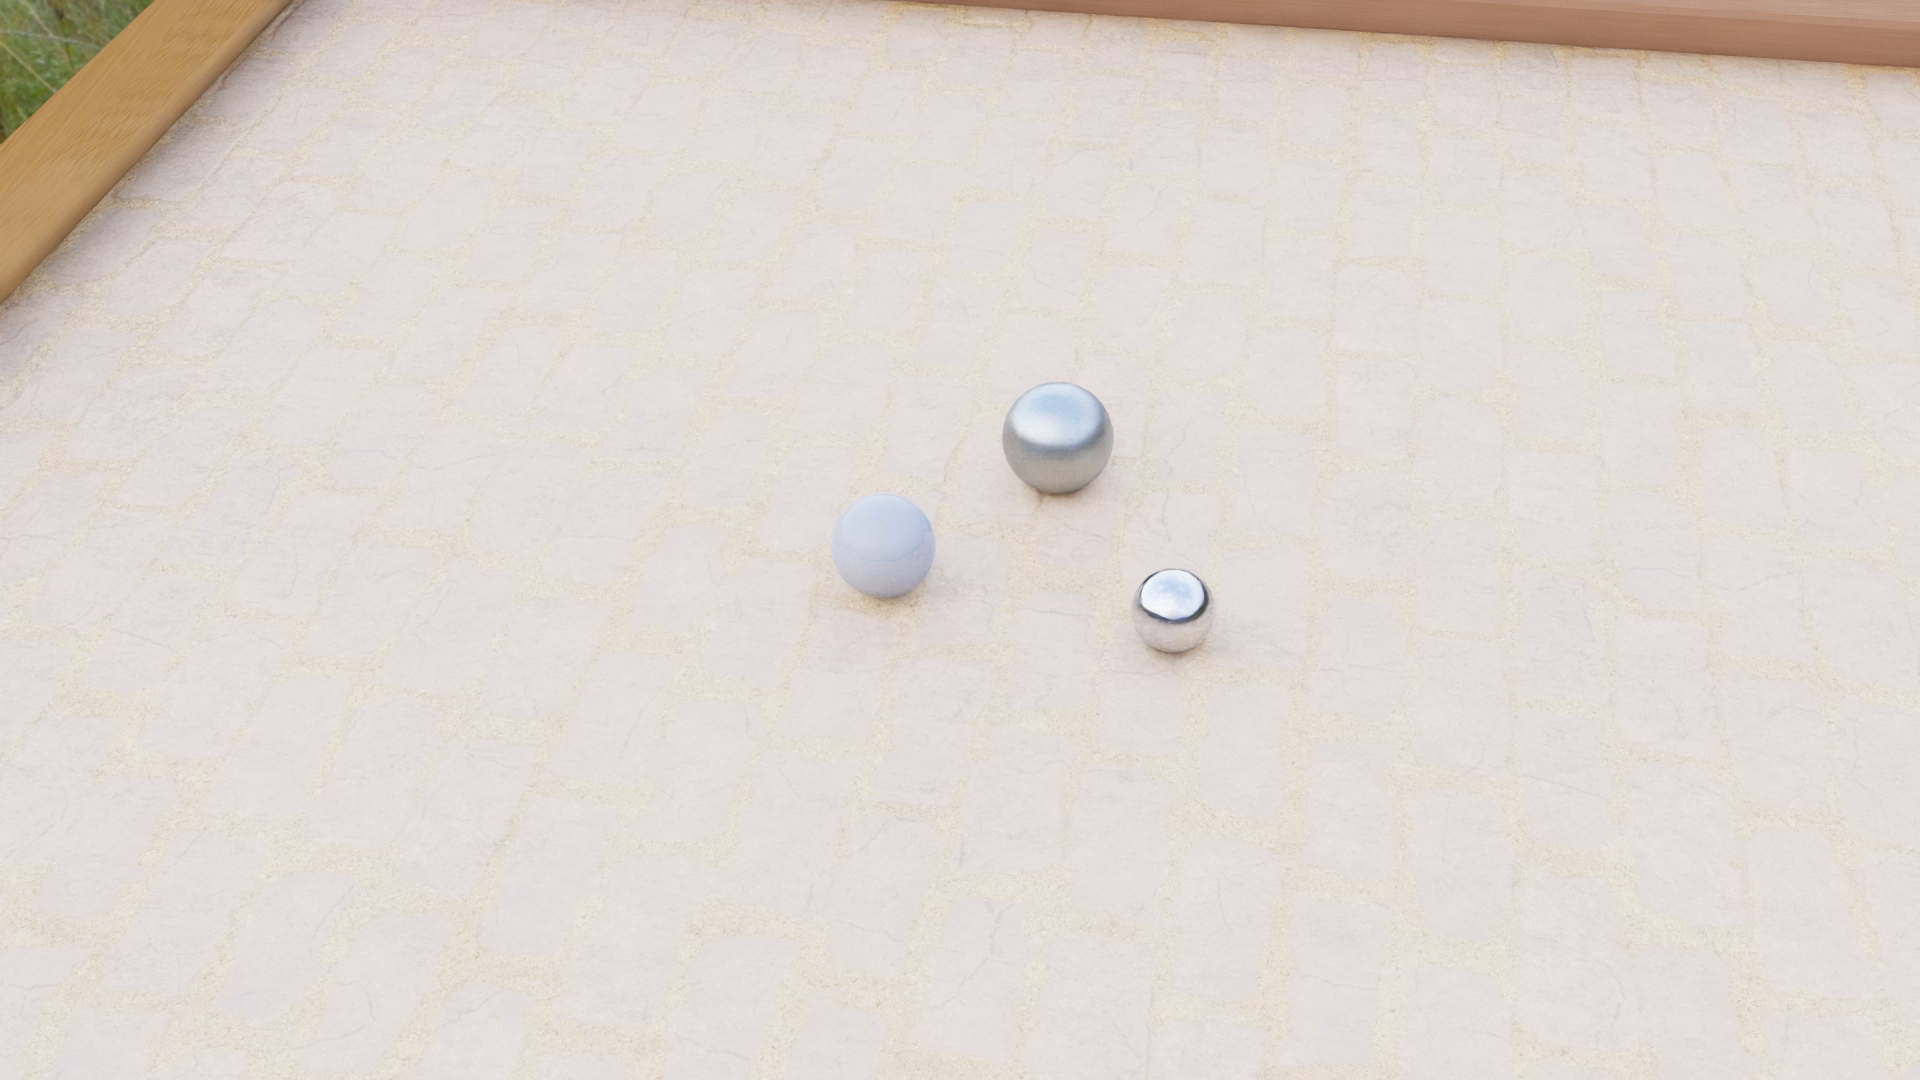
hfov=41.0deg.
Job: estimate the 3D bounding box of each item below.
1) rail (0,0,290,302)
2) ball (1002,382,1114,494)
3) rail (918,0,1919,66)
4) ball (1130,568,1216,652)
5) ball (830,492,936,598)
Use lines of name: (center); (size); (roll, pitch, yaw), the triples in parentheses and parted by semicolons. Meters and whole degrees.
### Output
rail: (-0.860, -0.102, 1.976); (0.045, 0.124, 2.121); (5, 35, 8)
ball: (0.075, -0.079, 1.978); (0.086, 0.086, 0.086); (0, 35, 0)
rail: (1.052, -0.520, 2.581); (3.581, 0.124, 0.045); (5, 35, 8)
ball: (0.151, 0.050, 1.815); (0.060, 0.060, 0.060); (0, 35, 0)
ball: (-0.056, 0.004, 1.866); (0.077, 0.077, 0.077); (0, 35, 0)
